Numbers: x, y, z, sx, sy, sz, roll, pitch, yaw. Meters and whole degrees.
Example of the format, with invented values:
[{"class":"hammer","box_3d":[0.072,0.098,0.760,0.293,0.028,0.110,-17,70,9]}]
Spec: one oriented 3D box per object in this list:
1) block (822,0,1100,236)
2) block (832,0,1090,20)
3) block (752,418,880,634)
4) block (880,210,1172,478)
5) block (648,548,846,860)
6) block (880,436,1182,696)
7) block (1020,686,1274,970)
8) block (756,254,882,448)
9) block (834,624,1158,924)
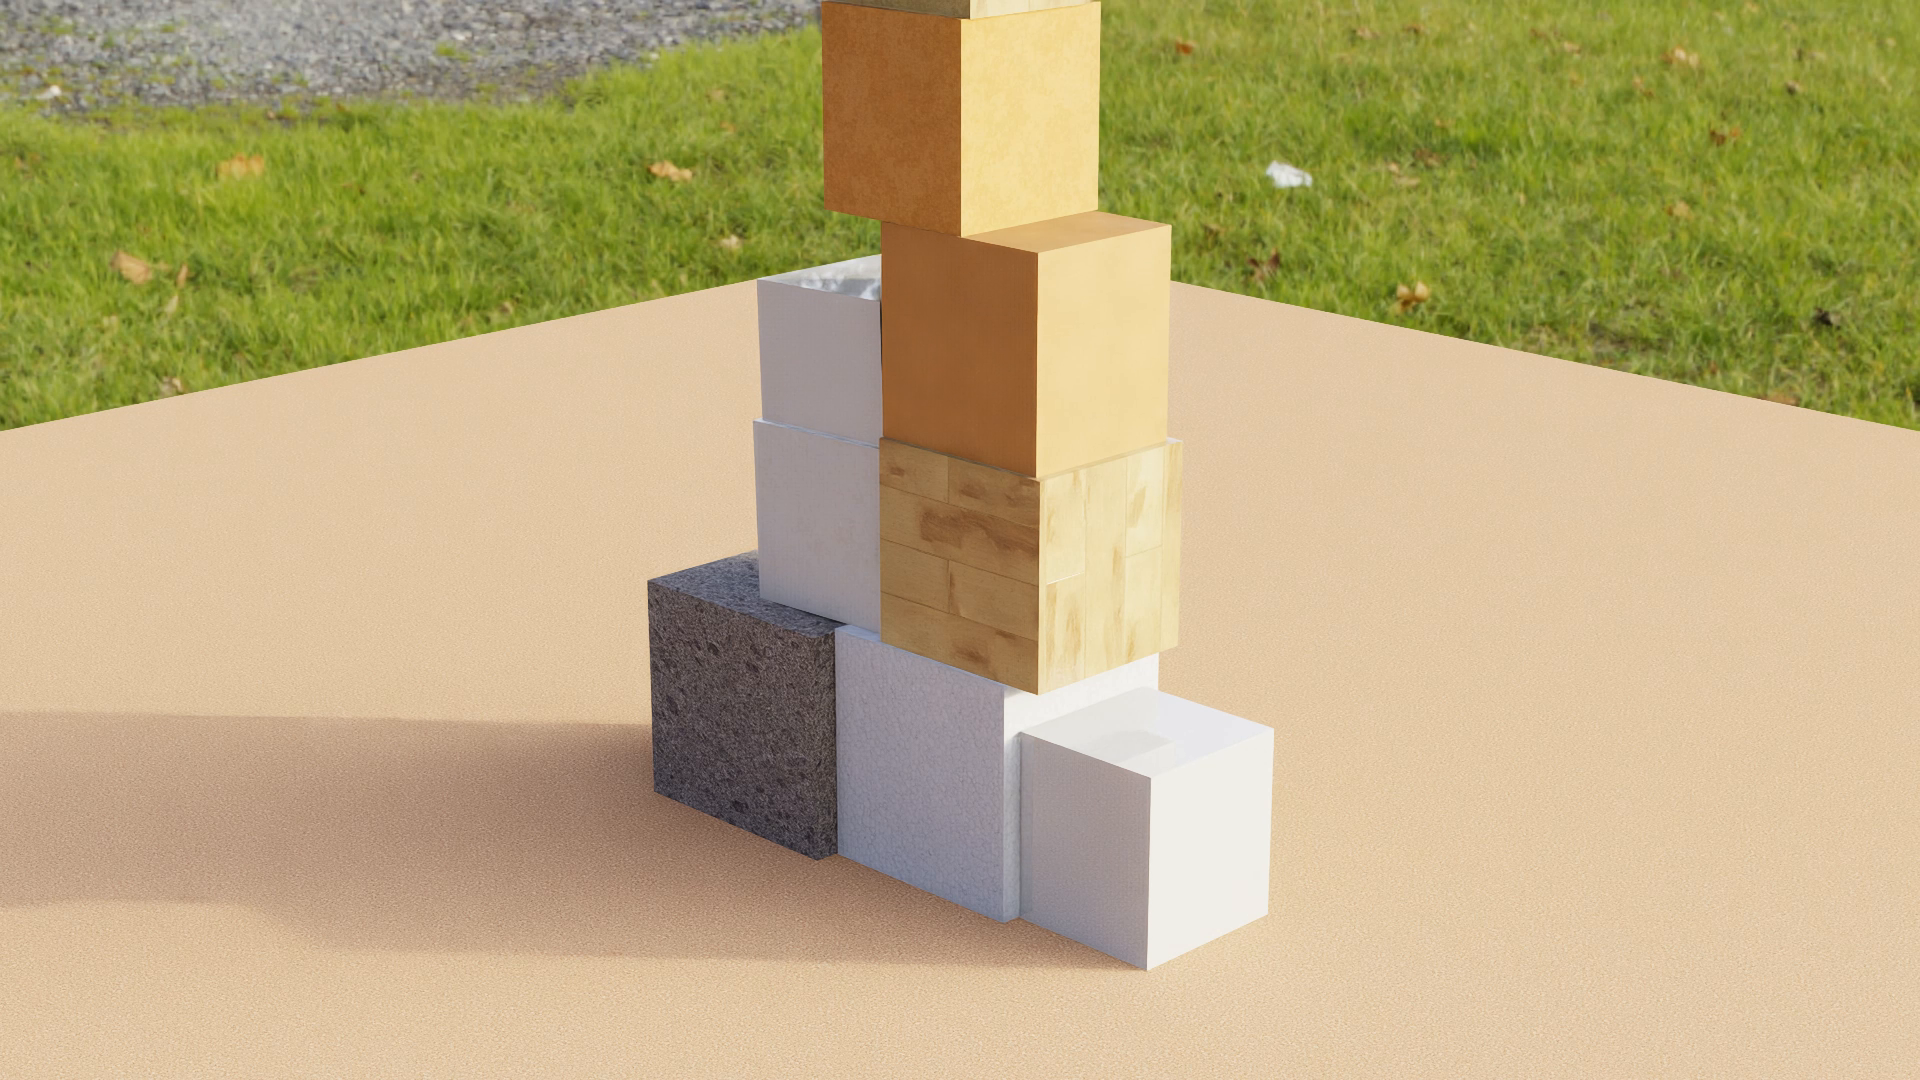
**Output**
[{"class":"block","box_3d":[0.004,-1.886,12.753,0.848,0.906,0.852,-17,24,-42]},{"class":"block","box_3d":[-0.011,-2.697,12.483,0.727,0.804,0.880,-17,24,-42]},{"class":"block","box_3d":[-0.357,-0.145,13.675,0.882,0.863,0.801,14,22,43]},{"class":"block","box_3d":[0.282,-0.905,12.741,0.828,0.958,0.934,-17,24,-42]},{"class":"block","box_3d":[-0.653,0.712,14.254,1.214,1.094,1.189,-17,24,-42]},{"class":"block","box_3d":[0.310,0.012,13.009,0.907,0.951,0.976,-17,24,-42]},{"class":"block","box_3d":[0.817,1.249,12.896,0.807,0.884,0.756,-17,24,-42]},{"class":"block","box_3d":[-0.370,-0.879,13.460,0.747,0.666,0.817,-17,22,-42]},{"class":"block","box_3d":[0.167,0.942,13.491,1.008,1.113,1.076,-17,24,-42]}]
